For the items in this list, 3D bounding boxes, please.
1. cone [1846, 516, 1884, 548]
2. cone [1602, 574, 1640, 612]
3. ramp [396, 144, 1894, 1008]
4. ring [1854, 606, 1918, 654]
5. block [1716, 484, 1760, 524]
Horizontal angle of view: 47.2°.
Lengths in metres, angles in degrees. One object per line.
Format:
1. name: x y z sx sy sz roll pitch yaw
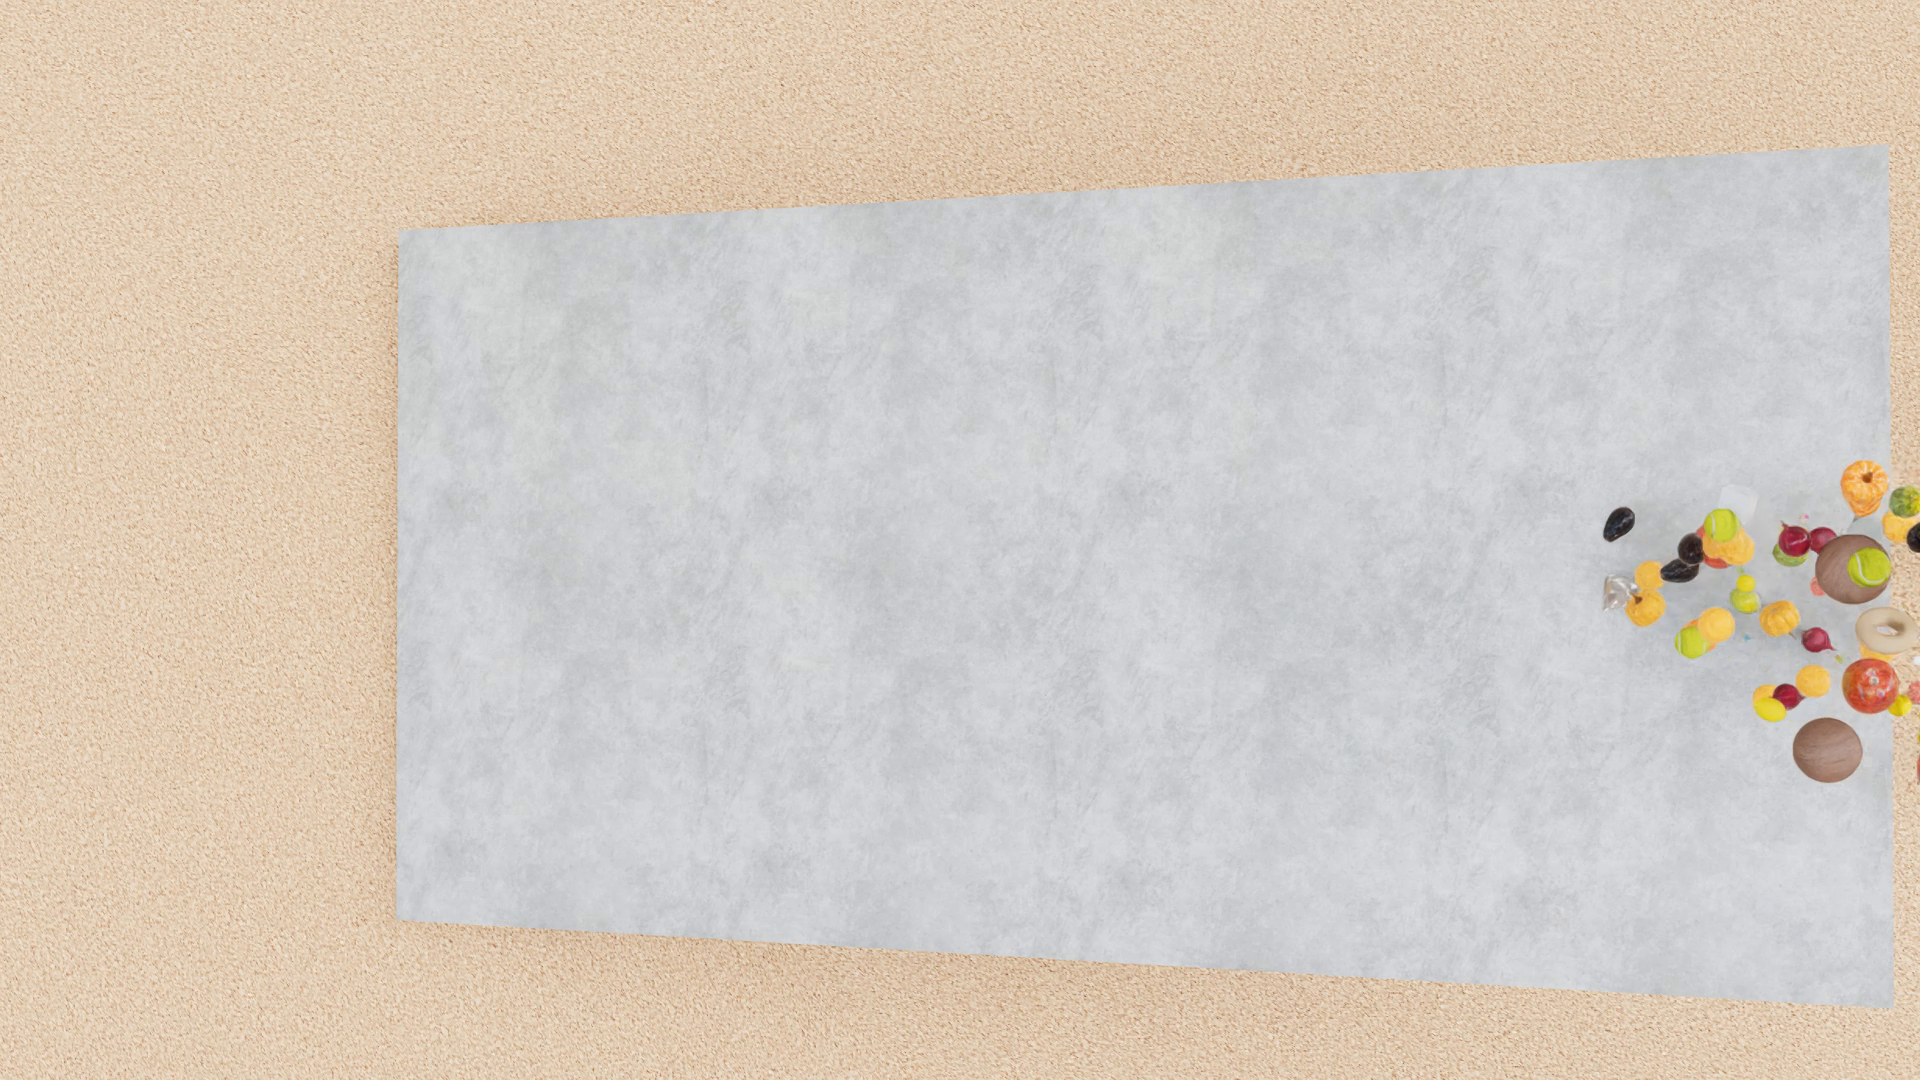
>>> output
1. cone: 1.876 -0.034 4.581 0.074 0.074 0.074 3 121 5
2. cone: 1.537 0.143 5.182 0.091 0.091 0.091 48 59 1
3. ramp: 0.278 0.091 5.780 4.000 0.100 2.000 0 89 19
4. ring: 1.798 0.176 4.268 0.115 0.115 0.038 -11 133 0
5. block: 1.597 -0.074 4.516 0.061 0.061 0.061 21 112 30
